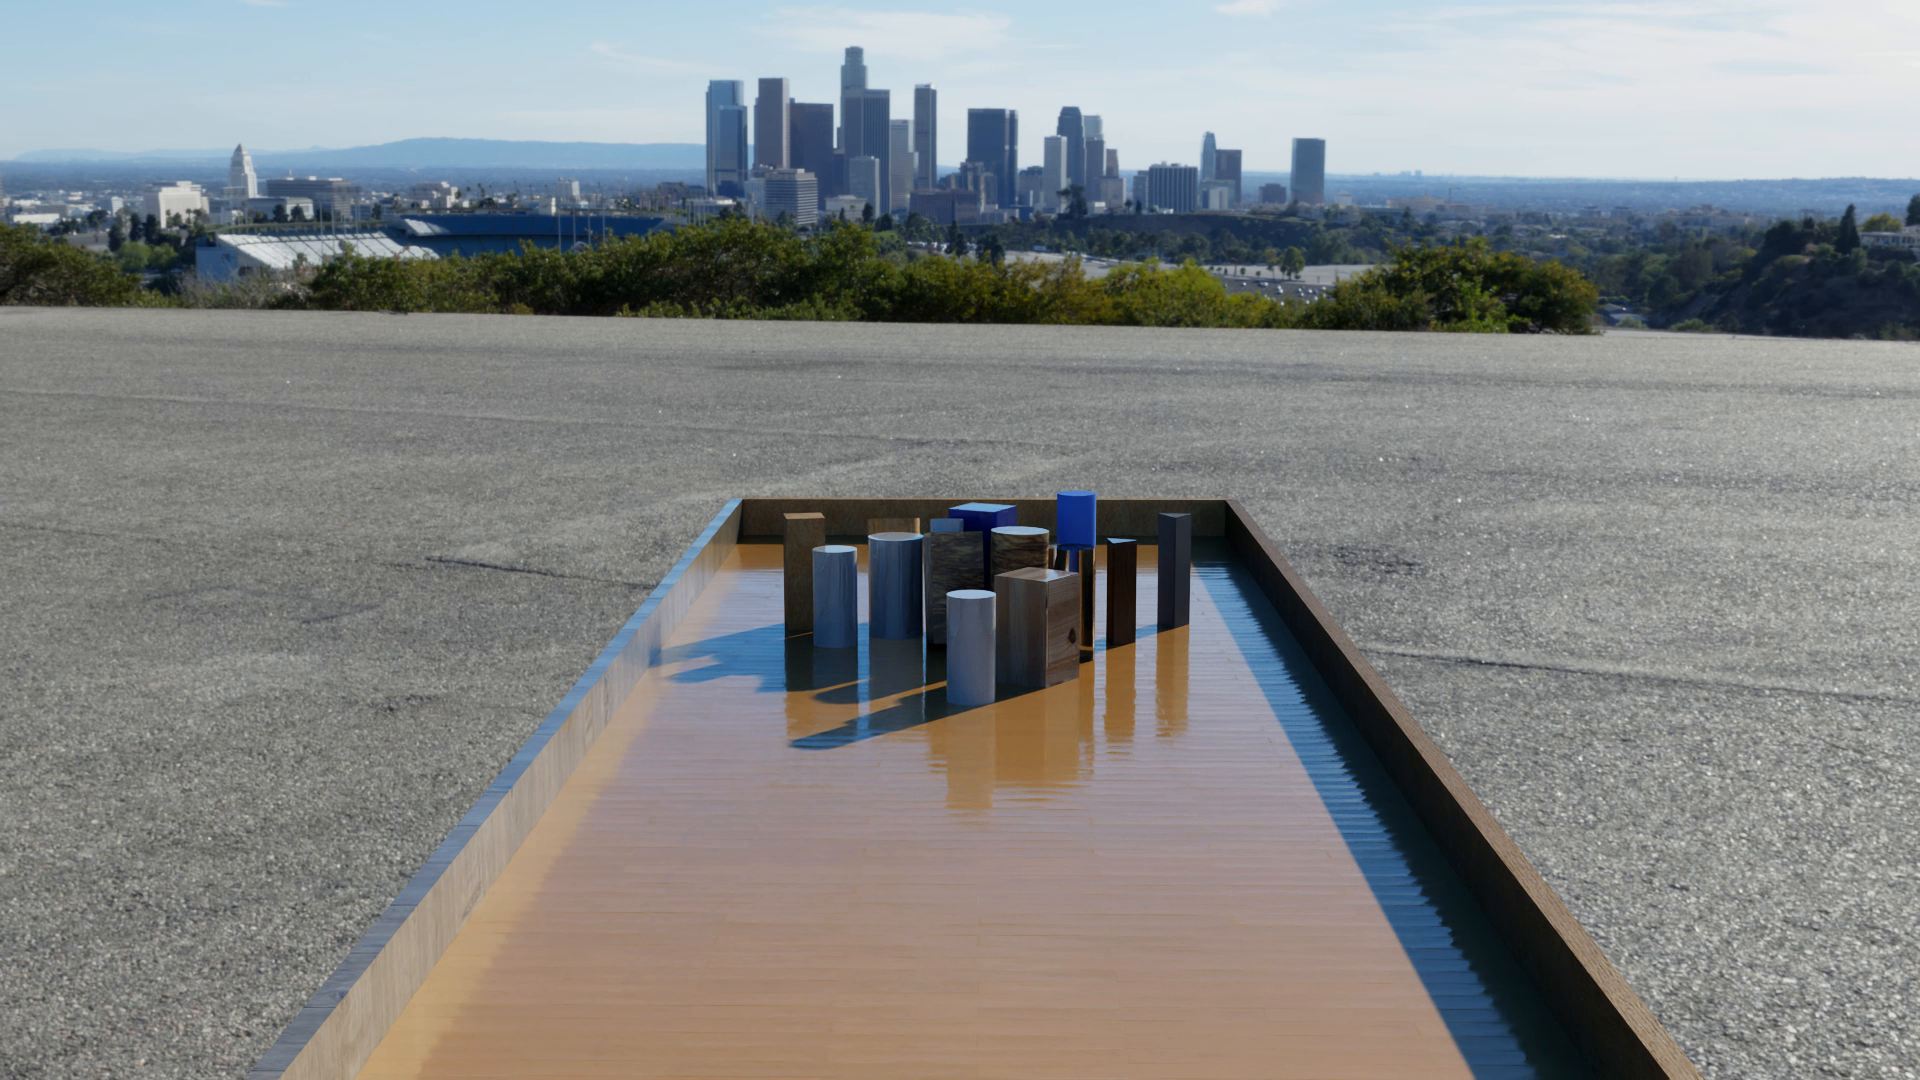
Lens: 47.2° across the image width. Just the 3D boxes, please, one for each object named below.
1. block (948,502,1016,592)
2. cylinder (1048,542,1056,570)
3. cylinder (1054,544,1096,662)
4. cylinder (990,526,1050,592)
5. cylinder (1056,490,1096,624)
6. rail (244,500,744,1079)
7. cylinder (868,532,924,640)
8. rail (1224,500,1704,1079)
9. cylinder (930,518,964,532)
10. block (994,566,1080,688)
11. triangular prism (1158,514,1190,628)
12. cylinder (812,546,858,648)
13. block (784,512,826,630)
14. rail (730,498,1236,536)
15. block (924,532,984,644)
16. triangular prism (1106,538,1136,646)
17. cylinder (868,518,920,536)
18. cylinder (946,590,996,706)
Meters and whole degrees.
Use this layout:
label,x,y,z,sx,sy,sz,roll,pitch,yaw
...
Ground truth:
label,x,y,z,sx,sy,sz,roll,pitch,yaw
block,0.073,0.090,7.170,0.166,0.397,0.166,5,10,27
cylinder,0.258,0.168,6.965,0.152,0.304,0.152,1,8,0
cylinder,0.347,0.192,6.697,0.128,0.345,0.128,0,9,0
cylinder,0.181,0.157,6.799,0.179,0.377,0.179,1,8,0
cylinder,0.380,0.066,7.186,0.127,0.441,0.127,0,9,0
rail,-1.004,0.839,3.234,0.050,0.150,12.000,0,9,1
cylinder,-0.205,0.146,7.070,0.179,0.319,0.179,0,9,0
rail,1.046,0.843,3.208,0.050,0.150,12.000,0,9,1
cylinder,-0.042,0.117,7.044,0.110,0.369,0.110,0,-2,0
block,0.225,0.253,6.415,0.180,0.312,0.180,6,11,35
triangular prism,0.690,0.098,7.219,0.090,0.367,0.104,6,11,34
cylinder,-0.393,0.177,6.923,0.141,0.302,0.141,0,9,0
block,-0.509,0.101,7.202,0.125,0.366,0.125,-2,9,-10
rail,0.099,-0.098,9.147,2.100,0.150,0.050,0,9,1
block,-0.018,0.148,6.896,0.164,0.345,0.164,-1,-1,-9
triangular prism,0.493,0.161,6.947,0.097,0.327,0.084,-7,11,-36
cylinder,-0.217,0.095,7.272,0.173,0.332,0.173,-1,0,0
cylinder,0.031,0.300,6.153,0.138,0.302,0.138,0,9,0
